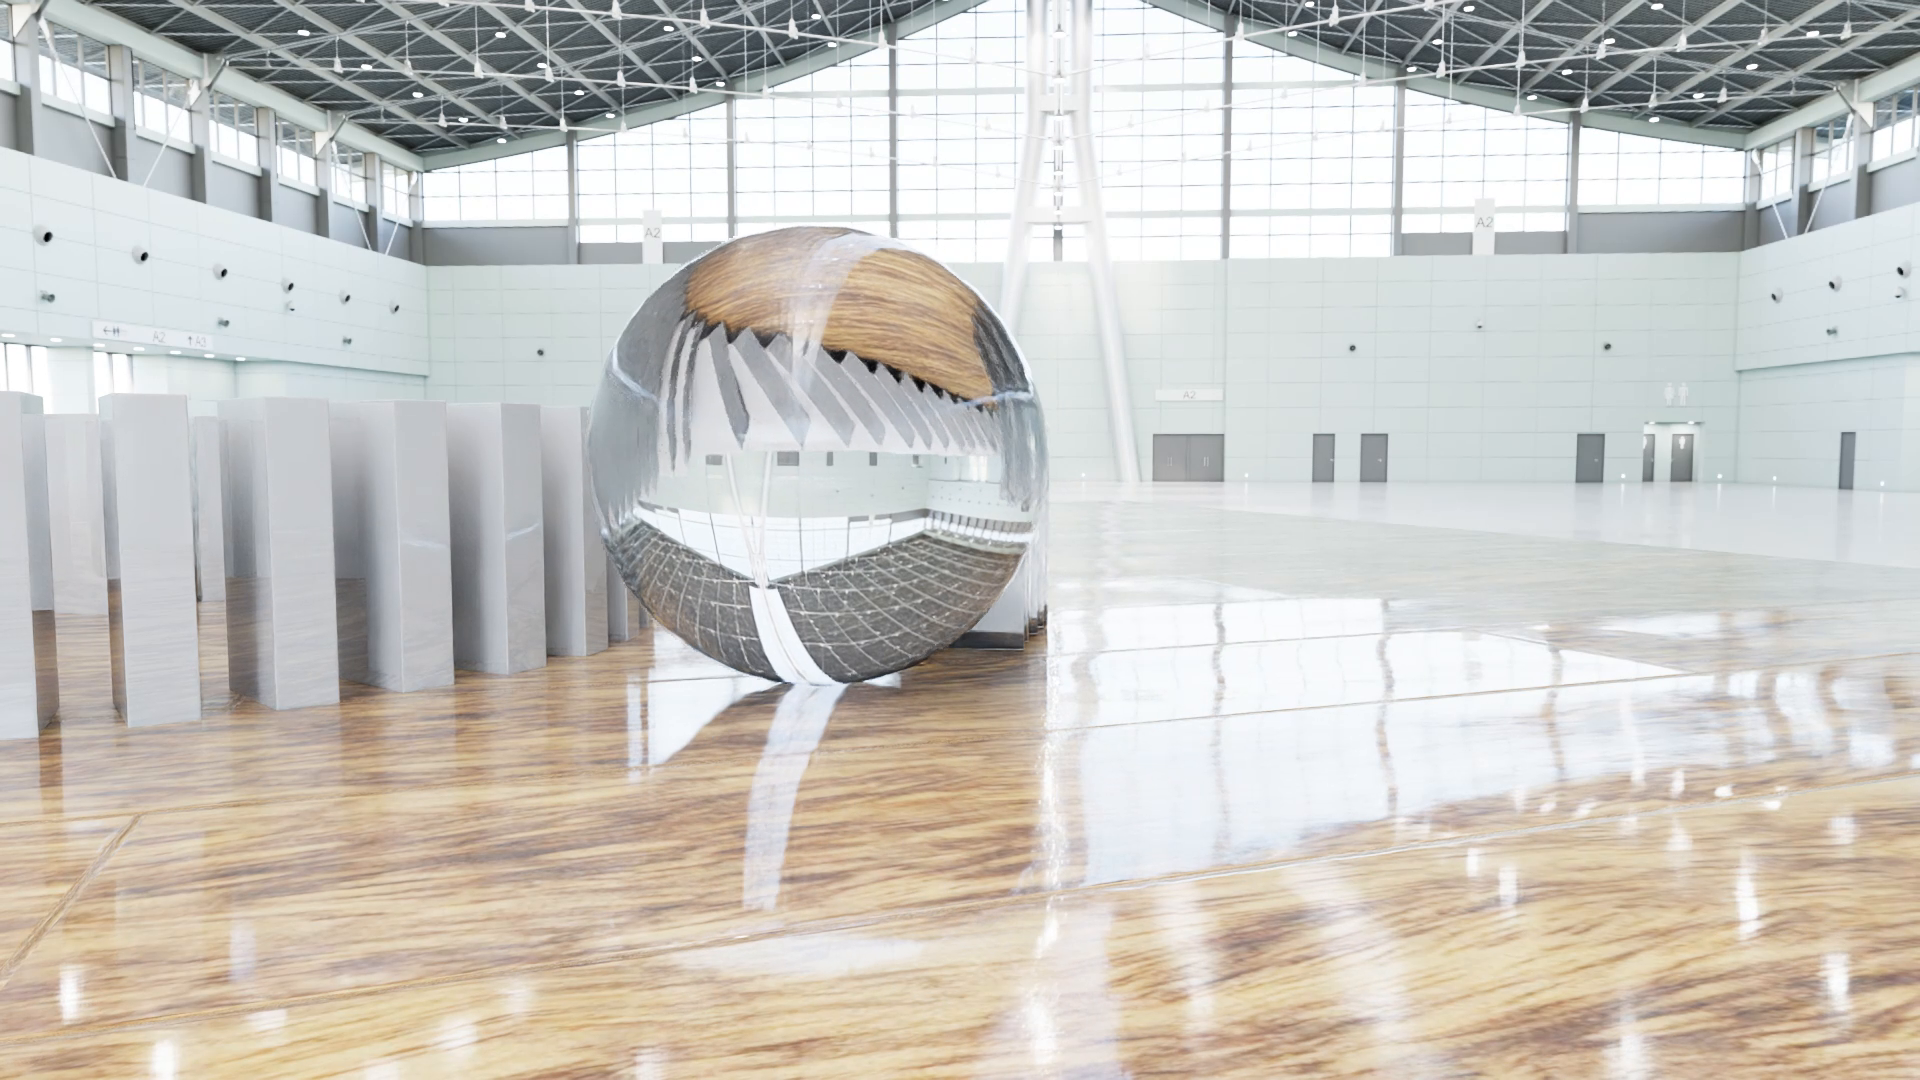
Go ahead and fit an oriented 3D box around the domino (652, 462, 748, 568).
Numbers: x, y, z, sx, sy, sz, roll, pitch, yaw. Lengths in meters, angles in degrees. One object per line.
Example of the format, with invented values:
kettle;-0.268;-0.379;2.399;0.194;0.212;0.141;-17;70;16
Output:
domino;-0.092;-0.010;0.460;0.050;0.009;0.025;40;23;25

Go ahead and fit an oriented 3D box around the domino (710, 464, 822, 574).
domino;-0.061;-0.008;0.440;0.050;0.009;0.025;42;28;30

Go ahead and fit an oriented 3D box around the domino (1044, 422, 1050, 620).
domino;0.009;-0.005;0.317;0.025;0.050;0.010;0;-26;4

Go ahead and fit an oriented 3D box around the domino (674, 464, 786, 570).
domino;-0.076;-0.009;0.451;0.050;0.010;0.025;42;27;28

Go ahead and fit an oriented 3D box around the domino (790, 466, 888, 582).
domino;-0.032;-0.006;0.417;0.025;0.010;0.050;-3;39;-39

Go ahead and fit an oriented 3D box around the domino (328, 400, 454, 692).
domino;-0.102;0.000;0.229;0.025;0.050;0.009;3;5;37

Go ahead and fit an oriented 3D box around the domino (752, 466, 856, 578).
domino;-0.045;-0.007;0.429;0.025;0.009;0.050;-4;39;-43

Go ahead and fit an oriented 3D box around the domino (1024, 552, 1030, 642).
domino;0.003;-0.003;0.284;0.025;0.050;0.009;0;-26;4

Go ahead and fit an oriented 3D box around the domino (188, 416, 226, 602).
domino;-0.208;-0.009;0.357;0.010;0.050;0.025;-3;5;-37

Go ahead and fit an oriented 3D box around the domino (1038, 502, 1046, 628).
domino;0.008;-0.004;0.306;0.025;0.050;0.009;0;-26;4

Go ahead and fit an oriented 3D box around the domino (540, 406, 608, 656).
domino;-0.086;-0.002;0.262;0.025;0.050;0.009;1;4;12

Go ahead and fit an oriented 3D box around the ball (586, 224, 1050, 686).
ball;-0.024;-0.014;0.226;0.080;0.080;0.080;0;4;0

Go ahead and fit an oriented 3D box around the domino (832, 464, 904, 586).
domino;-0.019;-0.006;0.403;0.025;0.009;0.050;-3;39;-32

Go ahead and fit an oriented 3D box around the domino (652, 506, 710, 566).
domino;-0.109;-0.010;0.467;0.050;0.009;0.025;38;20;20

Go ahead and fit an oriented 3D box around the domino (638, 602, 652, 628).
domino;-0.085;-0.005;0.299;0.025;0.050;0.009;-1;4;-7

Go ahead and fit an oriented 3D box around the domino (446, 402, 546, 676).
domino;-0.092;-0.001;0.244;0.025;0.050;0.009;2;5;27

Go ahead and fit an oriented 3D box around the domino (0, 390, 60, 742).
domino;-0.144;0.003;0.192;0.010;0.050;0.025;-2;5;-29

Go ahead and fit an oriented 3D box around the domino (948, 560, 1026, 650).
domino;0.002;-0.002;0.273;0.025;0.050;0.009;0;-26;4

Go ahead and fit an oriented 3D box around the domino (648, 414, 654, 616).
domino;-0.089;-0.006;0.317;0.025;0.050;0.010;-1;4;-16

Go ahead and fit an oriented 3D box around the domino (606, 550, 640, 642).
domino;-0.084;-0.003;0.280;0.025;0.050;0.010;0;4;1

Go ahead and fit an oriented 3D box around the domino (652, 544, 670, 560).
domino;-0.126;-0.011;0.473;0.050;0.009;0.025;37;17;17

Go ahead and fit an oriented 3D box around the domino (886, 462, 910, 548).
domino;-0.005;-0.005;0.388;0.025;0.009;0.050;-1;40;-17

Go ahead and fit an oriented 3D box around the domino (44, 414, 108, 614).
domino;-0.223;-0.007;0.324;0.025;0.050;0.009;1;4;9

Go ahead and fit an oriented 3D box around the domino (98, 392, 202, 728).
domino;-0.128;0.002;0.203;0.010;0.050;0.025;-3;5;-38

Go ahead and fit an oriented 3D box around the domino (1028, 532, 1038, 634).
domino;0.005;-0.004;0.295;0.025;0.050;0.010;0;-26;4

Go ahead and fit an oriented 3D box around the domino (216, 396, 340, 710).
domino;-0.114;0.001;0.215;0.025;0.050;0.009;4;6;45
